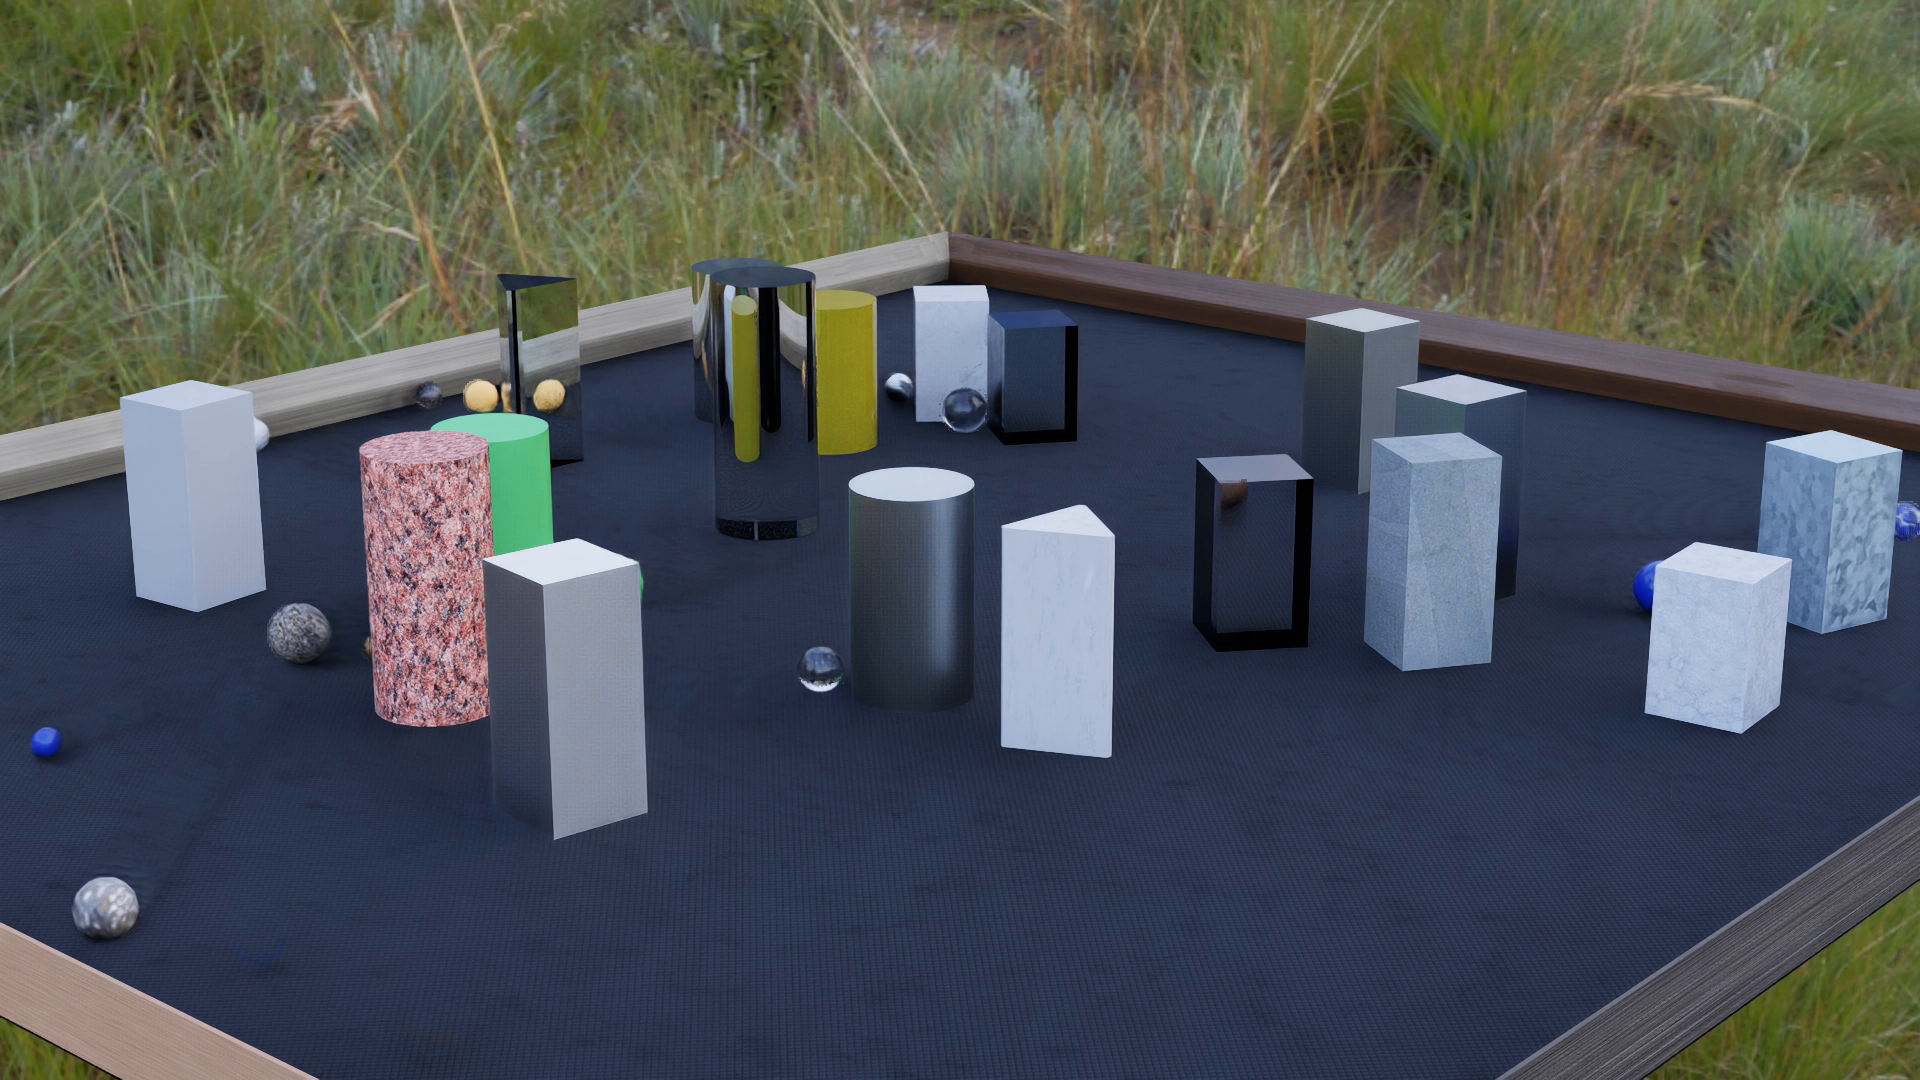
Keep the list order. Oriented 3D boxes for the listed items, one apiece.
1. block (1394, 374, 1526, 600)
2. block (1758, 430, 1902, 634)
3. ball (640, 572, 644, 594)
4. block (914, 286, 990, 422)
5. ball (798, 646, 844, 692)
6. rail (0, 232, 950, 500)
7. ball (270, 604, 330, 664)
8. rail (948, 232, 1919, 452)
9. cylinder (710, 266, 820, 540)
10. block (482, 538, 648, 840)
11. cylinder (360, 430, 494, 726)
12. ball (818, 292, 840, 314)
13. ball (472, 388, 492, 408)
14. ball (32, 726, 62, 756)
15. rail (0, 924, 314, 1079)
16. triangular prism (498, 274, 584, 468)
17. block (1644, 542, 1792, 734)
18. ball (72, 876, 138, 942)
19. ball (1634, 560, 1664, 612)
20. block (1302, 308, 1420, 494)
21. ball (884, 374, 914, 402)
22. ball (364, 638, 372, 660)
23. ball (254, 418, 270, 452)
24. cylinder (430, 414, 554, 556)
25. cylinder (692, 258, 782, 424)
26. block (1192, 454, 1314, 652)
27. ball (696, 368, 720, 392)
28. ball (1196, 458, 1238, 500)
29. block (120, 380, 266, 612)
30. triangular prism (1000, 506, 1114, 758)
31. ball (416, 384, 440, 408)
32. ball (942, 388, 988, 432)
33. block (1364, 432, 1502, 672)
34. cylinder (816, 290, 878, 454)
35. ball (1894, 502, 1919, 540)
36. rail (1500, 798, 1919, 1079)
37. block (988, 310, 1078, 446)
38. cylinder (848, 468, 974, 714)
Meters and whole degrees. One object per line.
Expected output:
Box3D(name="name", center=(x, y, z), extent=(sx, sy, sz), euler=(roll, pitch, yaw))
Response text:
Box3D(name="block", center=(0.862, -0.083, 5.089), extent=(0.156, 0.367, 0.156), euler=(-13, 21, -37))
Box3D(name="block", center=(1.473, -0.015, 4.985), extent=(0.156, 0.298, 0.156), euler=(-10, 19, -30))
Box3D(name="ball", center=(-0.592, 0.075, 5.035), extent=(0.096, 0.096, 0.096), euler=(0, 17, 0))
Box3D(name="block", center=(-0.020, -0.403, 6.330), extent=(0.156, 0.263, 0.156), euler=(-1, 17, -2))
Box3D(name="ball", center=(-0.221, 0.205, 4.645), extent=(0.072, 0.072, 0.072), euler=(0, 17, 0))
Box3D(name="rail", center=(-1.339, -0.304, 6.233), extent=(0.045, 0.127, 4.043), euler=(14, 22, 39))
Box3D(name="ball", center=(-1.075, 0.152, 4.777), extent=(0.098, 0.098, 0.098), euler=(0, 17, 0))
Box3D(name="rail", center=(1.310, -0.404, 6.564), extent=(3.594, 0.127, 0.045), euler=(14, 22, 39))
Box3D(name="cylinder", center=(-0.363, -0.256, 5.469), extent=(0.195, 0.479, 0.195), euler=(0, 17, 0))
Box3D(name="block", center=(-0.554, 0.207, 4.121), extent=(0.156, 0.371, 0.156), euler=(-14, 22, -38))
Box3D(name="cylinder", center=(-0.817, 0.058, 4.532), extent=(0.195, 0.418, 0.195), euler=(0, 17, 0))
Box3D(name="ball", center=(-0.326, -0.591, 7.313), extent=(0.055, 0.055, 0.055), euler=(0, 17, 0))
Box3D(name="ball", center=(-1.035, -0.309, 6.349), extent=(0.042, 0.042, 0.042), euler=(0, 17, 0))
Box3D(name="ball", center=(-1.363, 0.301, 4.375), extent=(0.044, 0.044, 0.044), euler=(0, 17, 0))
Box3D(name="rail", center=(-1.310, 0.467, 3.676), extent=(3.594, 0.127, 0.045), euler=(14, 22, 39))
Box3D(name="triangular prism", center=(-0.881, -0.342, 5.930), extent=(0.147, 0.377, 0.169), euler=(16, 23, 43))
Box3D(name="block", center=(1.174, 0.149, 4.540), extent=(0.156, 0.239, 0.156), euler=(12, 20, 34))
Box3D(name="ball", center=(-1.091, 0.471, 3.745), extent=(0.082, 0.082, 0.082), euler=(0, 17, 0))
Box3D(name="ball", center=(1.201, 0.081, 5.021), extent=(0.093, 0.093, 0.093), euler=(0, 17, 0))
Box3D(name="block", center=(0.791, -0.277, 5.804), extent=(0.156, 0.325, 0.156), euler=(-13, 21, -37))
Box3D(name="ball", center=(-0.134, -0.333, 6.444), extent=(0.064, 0.064, 0.064), euler=(0, 17, 0))
Box3D(name="ball", center=(-0.952, 0.177, 4.786), extent=(0.044, 0.044, 0.044), euler=(0, 17, 0))
Box3D(name="ball", center=(-1.458, -0.215, 6.037), extent=(0.072, 0.072, 0.072), euler=(0, 17, 0))
Box3D(name="cylinder", center=(-0.786, -0.026, 4.947), extent=(0.195, 0.339, 0.195), euler=(0, 17, 0))
Box3D(name="cylinder", center=(-0.476, -0.428, 6.308), extent=(0.195, 0.324, 0.195), euler=(0, 17, 0))
Box3D(name="block", center=(0.486, 0.020, 4.880), extent=(0.156, 0.289, 0.156), euler=(-3, 17, -10))
Box3D(name="ball", center=(-0.562, -0.357, 6.535), extent=(0.057, 0.057, 0.057), euler=(0, 17, 0))
Box3D(name="ball", center=(0.498, -0.118, 5.701), extent=(0.081, 0.081, 0.081), euler=(0, 17, 0))
Box3D(name="block", center=(-1.330, -0.078, 5.090), extent=(0.156, 0.357, 0.156), euler=(11, 20, 33))
Box3D(name="triangular prism", center=(0.164, 0.132, 4.414), extent=(0.169, 0.344, 0.147), euler=(5, 17, 16))
Box3D(name="ball", center=(-1.160, -0.314, 6.396), extent=(0.054, 0.054, 0.054), euler=(0, 17, 0))
Box3D(name="ball", center=(0.009, -0.274, 6.193), extent=(0.096, 0.096, 0.096), euler=(0, 17, 0))
Box3D(name="block", center=(0.770, 0.018, 4.787), extent=(0.156, 0.348, 0.156), euler=(-5, 17, -15))
Box3D(name="cylinder", center=(-0.269, -0.349, 6.078), extent=(0.195, 0.305, 0.195), euler=(0, 17, 0))
Box3D(name="ball", center=(1.754, -0.035, 5.445), extent=(0.069, 0.069, 0.069), euler=(0, 17, 0))
Box3D(name="rail", center=(1.339, 0.367, 4.007), extent=(0.045, 0.127, 4.043), euler=(14, 22, 39))
Box3D(name="block", center=(0.151, -0.342, 6.155), extent=(0.156, 0.248, 0.156), euler=(-4, 17, -12))
Box3D(name="cylinder", center=(-0.075, 0.077, 4.598), extent=(0.195, 0.343, 0.195), euler=(0, 17, 0))
